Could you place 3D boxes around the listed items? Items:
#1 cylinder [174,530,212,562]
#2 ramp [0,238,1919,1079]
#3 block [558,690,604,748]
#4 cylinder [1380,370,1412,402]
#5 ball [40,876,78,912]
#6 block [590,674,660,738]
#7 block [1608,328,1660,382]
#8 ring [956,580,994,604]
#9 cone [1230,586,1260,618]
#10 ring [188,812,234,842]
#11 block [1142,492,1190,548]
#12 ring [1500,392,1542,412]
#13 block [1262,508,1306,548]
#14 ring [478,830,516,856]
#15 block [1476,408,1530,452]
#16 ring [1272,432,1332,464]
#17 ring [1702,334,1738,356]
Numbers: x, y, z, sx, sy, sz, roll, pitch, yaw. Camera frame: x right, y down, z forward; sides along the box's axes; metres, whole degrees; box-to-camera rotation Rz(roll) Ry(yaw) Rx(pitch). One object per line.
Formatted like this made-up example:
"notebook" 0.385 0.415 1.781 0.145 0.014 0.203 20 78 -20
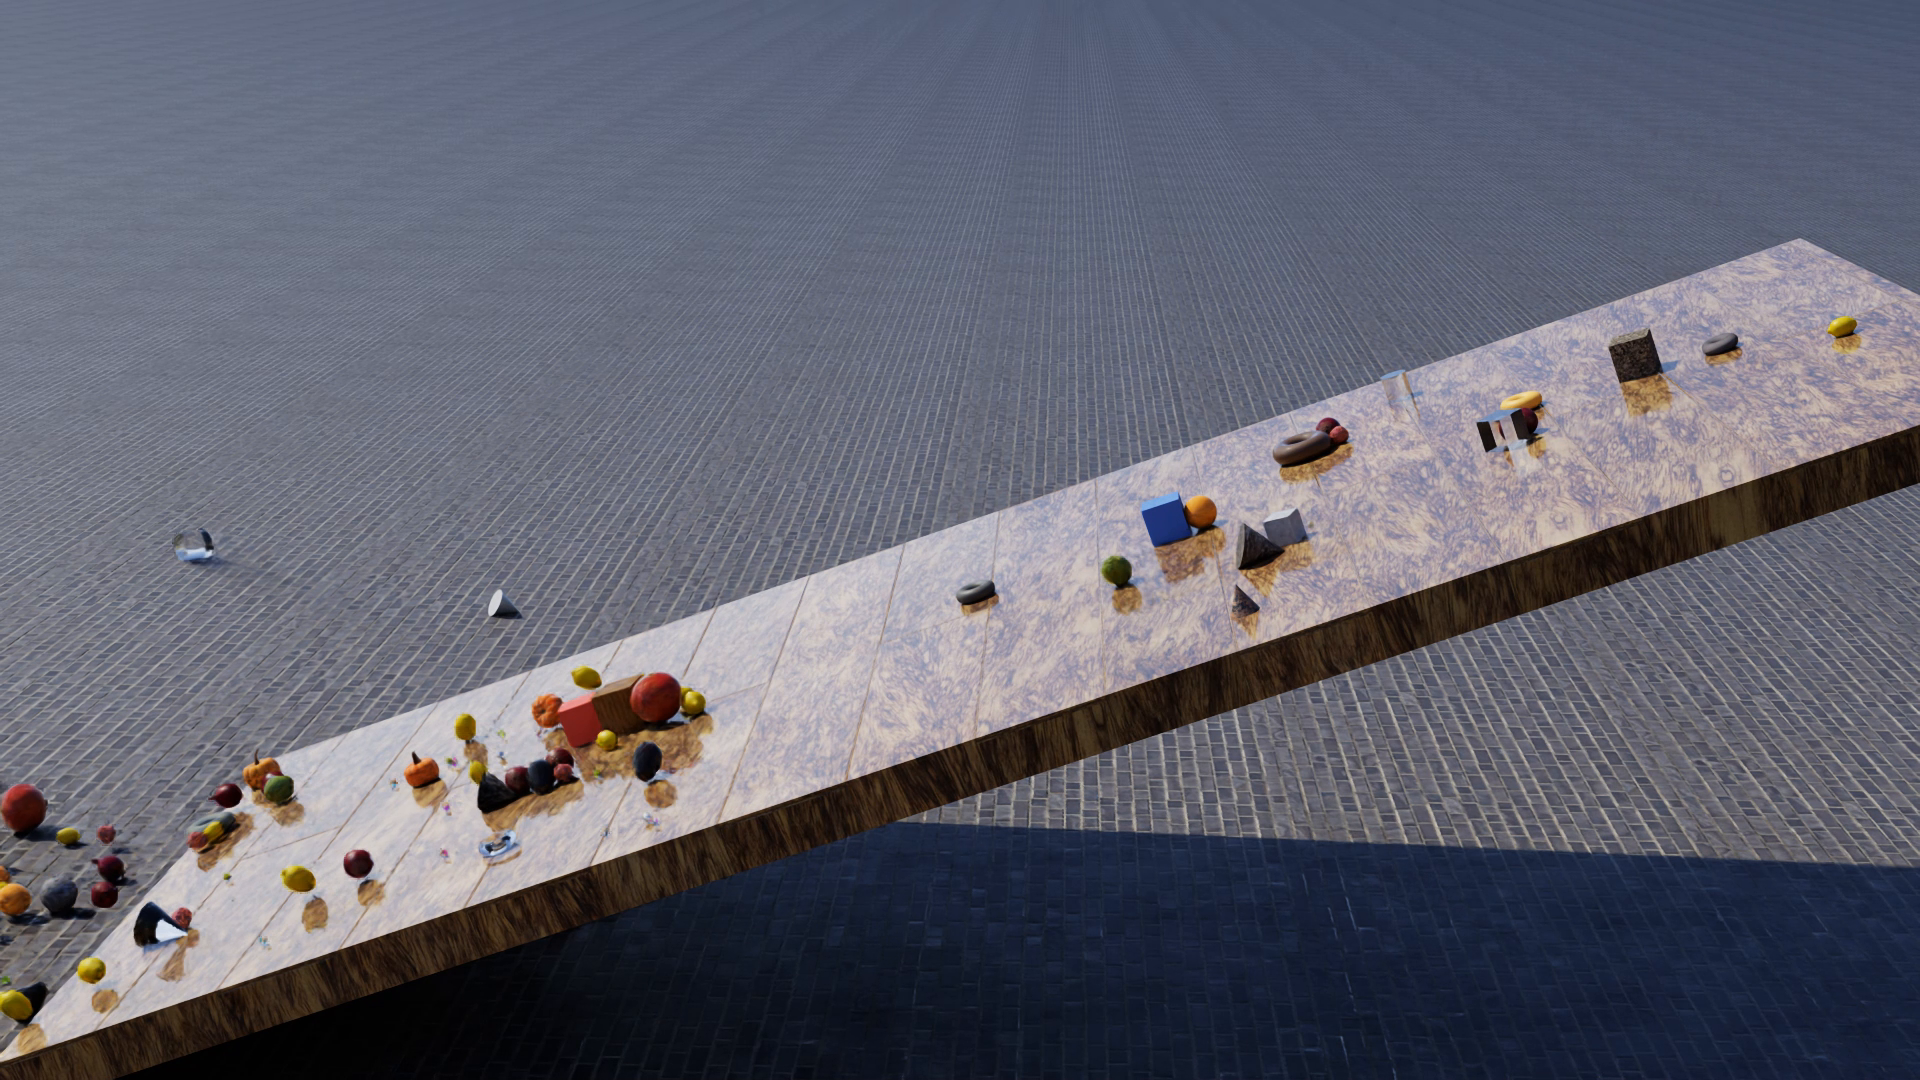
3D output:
"cylinder" -2.636 0.020 10.111 0.096 0.096 0.096 -11 17 -40
"ramp" 0.112 0.178 6.301 4.000 0.100 2.000 -19 11 6
"block" -0.820 0.392 6.420 0.085 0.085 0.085 -20 11 2
"cylinder" 1.021 -0.359 6.878 0.060 0.060 0.060 -19 11 4
"ball" -2.033 0.799 6.633 0.081 0.081 0.081 0 13 0
"block" -0.727 0.360 6.382 0.096 0.096 0.096 -17 12 17
"block" 1.436 -0.393 6.260 0.082 0.082 0.082 -15 12 22
"ring" 0.034 0.113 6.416 0.089 0.030 0.089 -18 12 4
"cone" 0.525 0.109 5.501 0.058 0.058 0.058 -19 11 4
"ring" -1.741 0.666 6.832 0.115 0.038 0.115 -19 13 4
"block" 0.442 -0.045 6.316 0.084 0.084 0.084 -18 11 8
"ring" 1.206 -0.294 6.321 0.092 0.031 0.092 -19 10 3
"block" 0.653 -0.024 5.918 0.057 0.057 0.057 -14 13 29
"ring" -0.904 0.593 5.754 0.080 0.027 0.080 -21 14 6
"block" 1.117 -0.225 6.045 0.068 0.068 0.068 -27 13 -32
"ring" 0.771 -0.208 6.628 0.137 0.046 0.137 -18 12 4
"ring" 1.604 -0.413 6.208 0.078 0.026 0.078 -23 12 5
